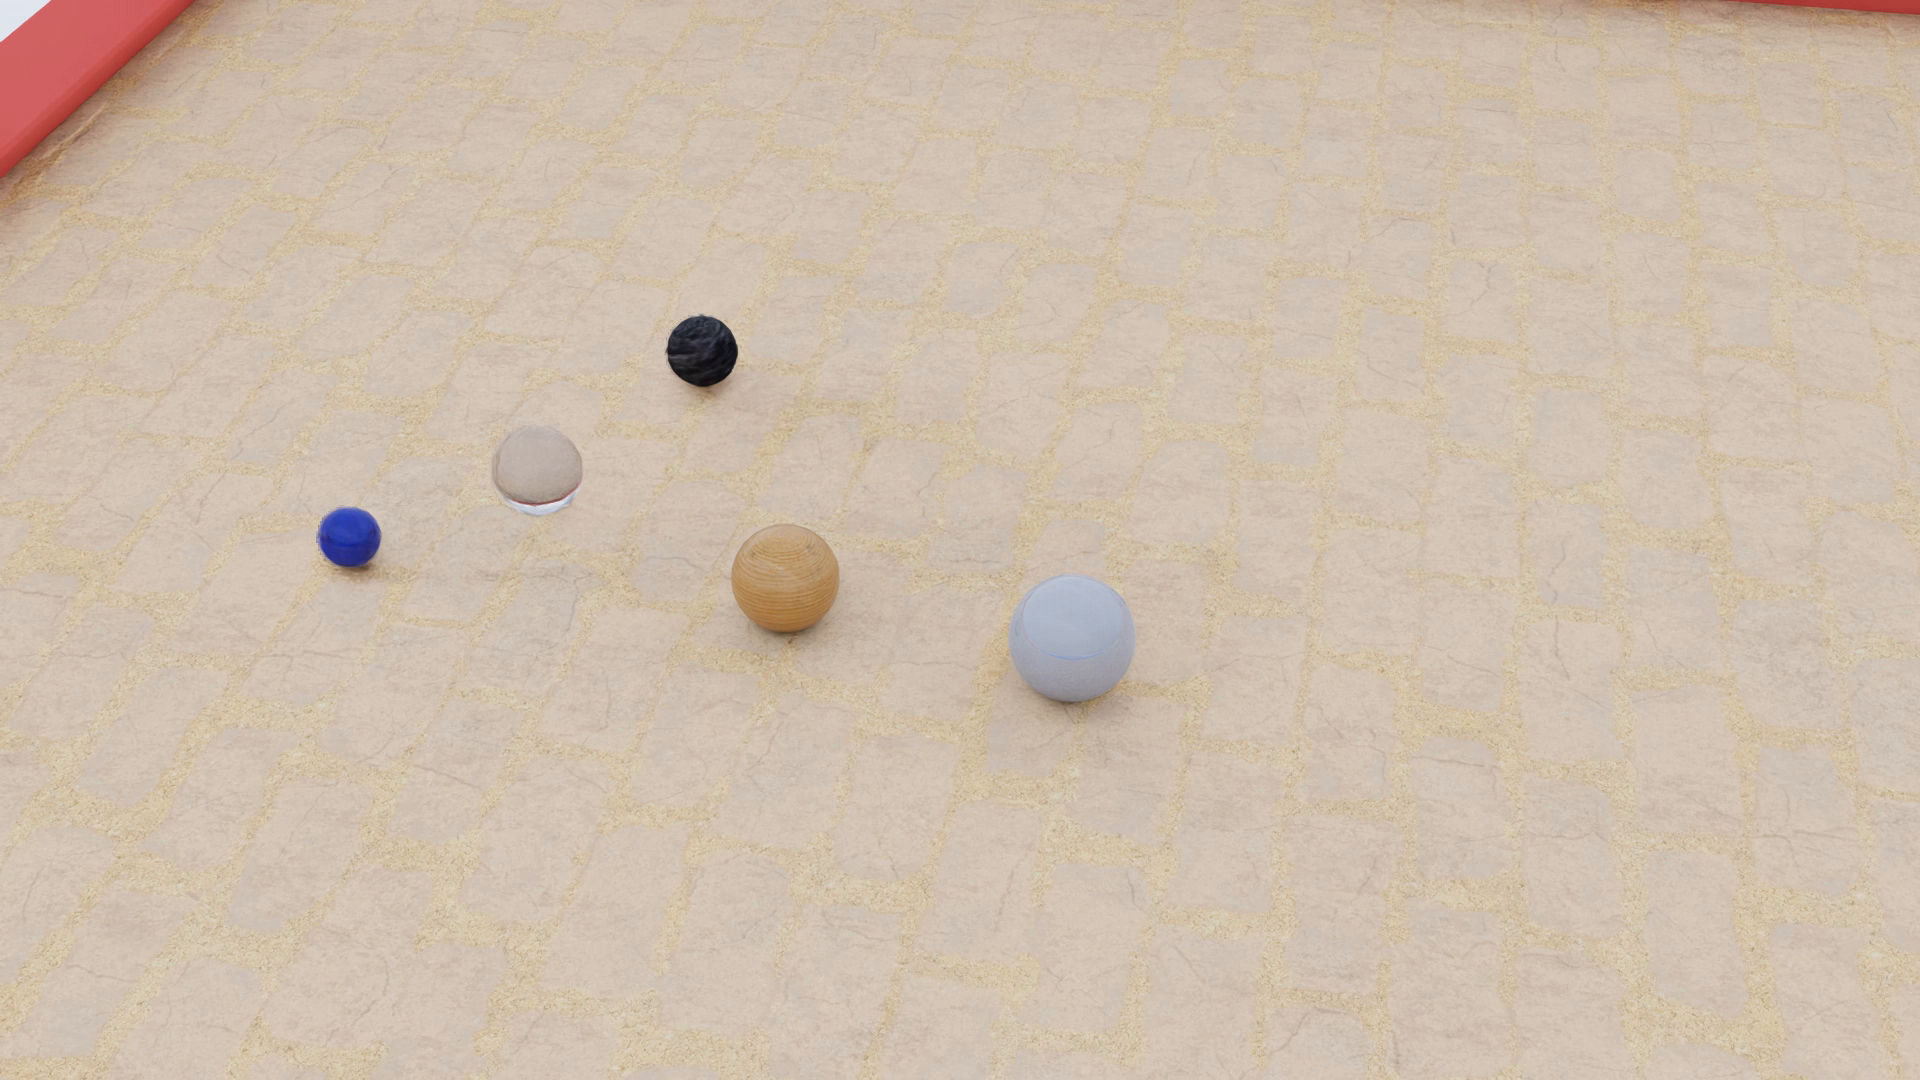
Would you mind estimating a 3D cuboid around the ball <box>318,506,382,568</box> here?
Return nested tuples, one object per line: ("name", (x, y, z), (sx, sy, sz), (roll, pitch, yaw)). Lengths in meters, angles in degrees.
("ball", (-0.440, -0.002, 1.852), (0.044, 0.044, 0.044), (0, 35, 0))

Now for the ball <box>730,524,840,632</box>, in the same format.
("ball", (-0.121, 0.026, 1.783), (0.076, 0.076, 0.076), (0, 35, 0))

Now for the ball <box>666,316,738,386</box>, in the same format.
("ball", (-0.206, -0.151, 2.055), (0.057, 0.057, 0.057), (0, 35, 0))

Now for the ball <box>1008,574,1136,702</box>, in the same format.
("ball", (0.075, 0.065, 1.718), (0.086, 0.086, 0.086), (0, 35, 0))

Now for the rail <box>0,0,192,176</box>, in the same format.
("rail", (-0.949, -0.123, 1.964), (0.045, 0.112, 2.352), (6, 35, 9))

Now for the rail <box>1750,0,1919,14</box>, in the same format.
("rail", (1.188, -0.561, 2.593), (3.957, 0.112, 0.045), (6, 35, 9))

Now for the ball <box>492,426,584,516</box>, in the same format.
("ball", (-0.313, -0.051, 1.902), (0.067, 0.067, 0.067), (0, 35, 0))
